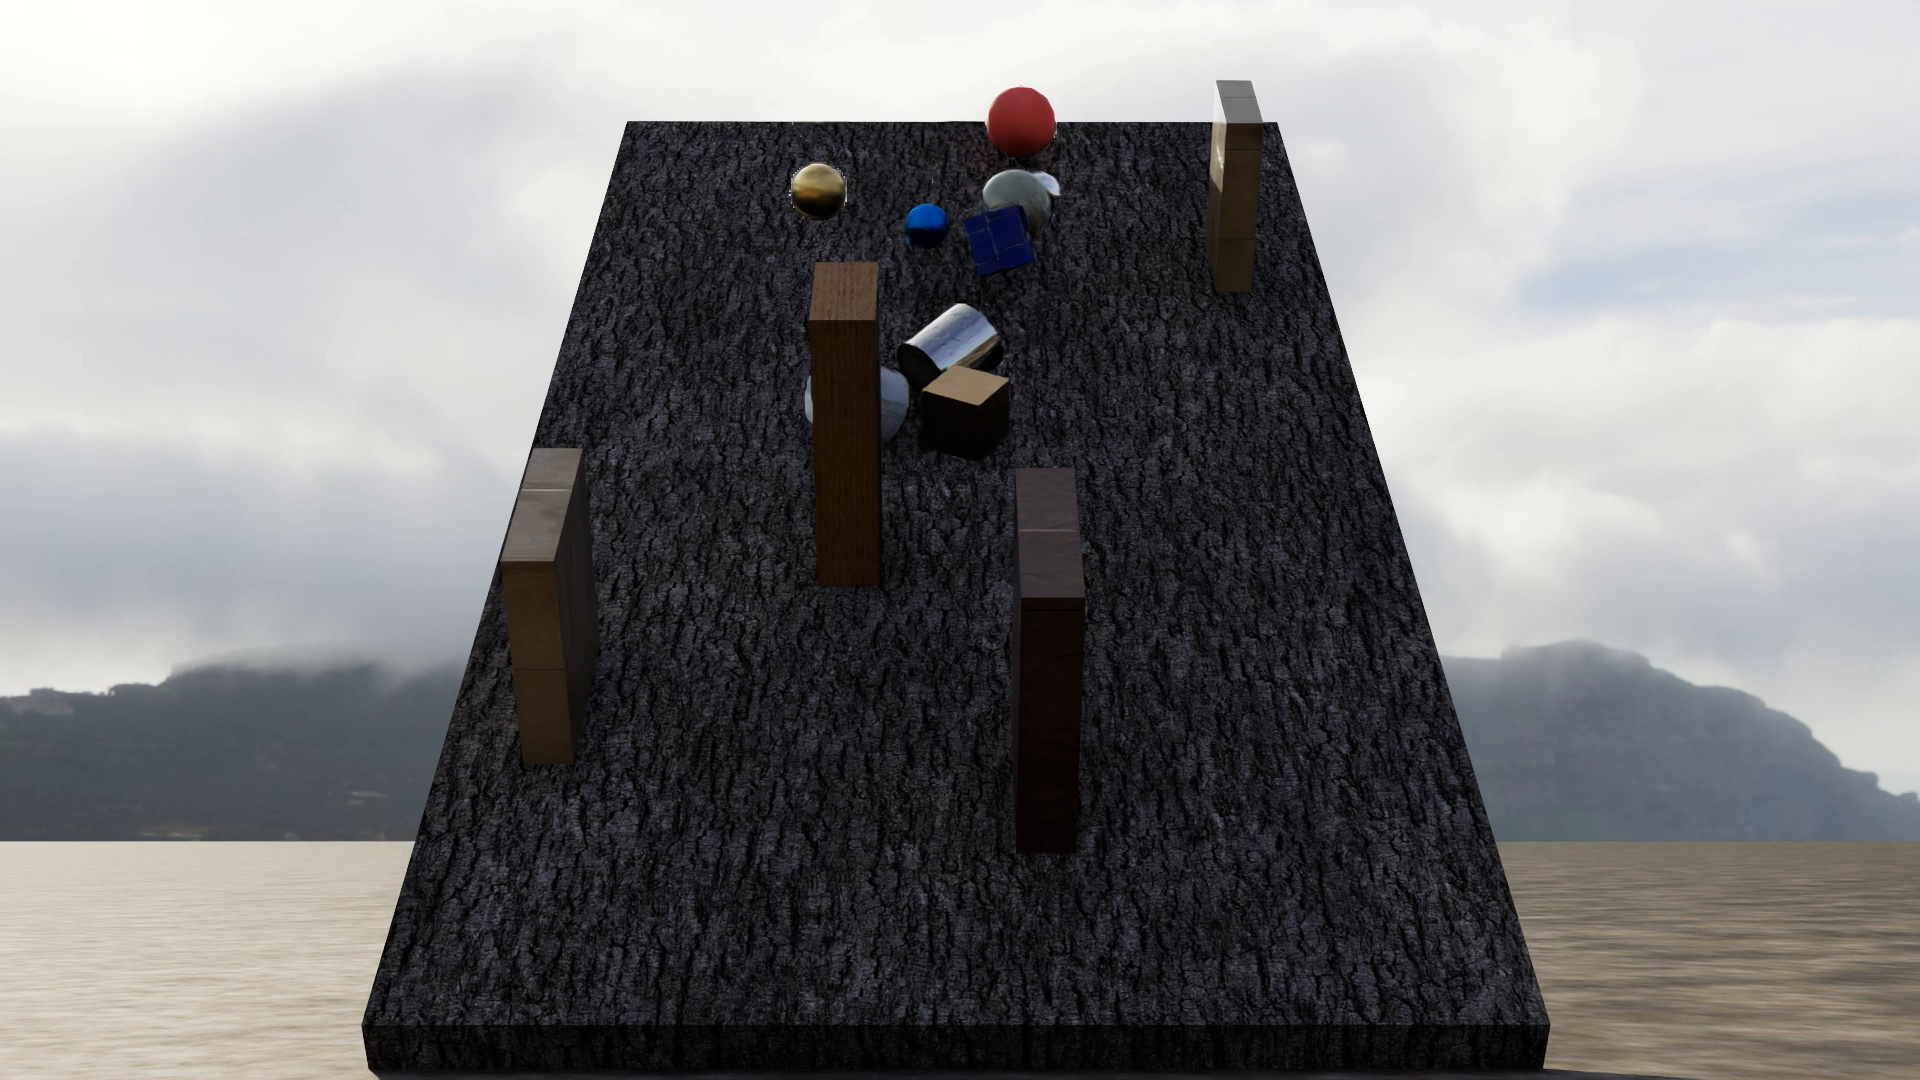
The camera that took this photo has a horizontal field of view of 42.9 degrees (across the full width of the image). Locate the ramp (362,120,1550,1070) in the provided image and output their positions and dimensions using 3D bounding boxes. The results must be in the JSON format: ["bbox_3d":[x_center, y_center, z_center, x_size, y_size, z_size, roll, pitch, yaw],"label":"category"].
[{"bbox_3d":[-0.015,-0.193,5.832,2.000,0.100,4.000,0,32,0],"label":"ramp"}]

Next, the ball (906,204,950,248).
[{"bbox_3d":[-0.089,-0.863,6.707,0.120,0.120,0.120,0,-7,0],"label":"ball"}]

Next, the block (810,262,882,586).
[{"bbox_3d":[-0.239,-0.245,5.213,0.133,0.637,0.272,0,32,0],"label":"block"}]

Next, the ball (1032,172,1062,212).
[{"bbox_3d":[0.220,-0.970,6.863,0.130,0.130,0.130,0,-7,0],"label":"ball"}]

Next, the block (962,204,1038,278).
[{"bbox_3d":[0.109,-0.792,6.473,0.151,0.151,0.151,-15,3,8],"label":"block"}]

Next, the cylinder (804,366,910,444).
[{"bbox_3d":[-0.243,-0.333,5.731,0.177,0.177,0.177,15,-14,-34],"label":"cylinder"}]

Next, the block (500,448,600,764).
[{"bbox_3d":[-0.795,0.126,4.775,0.098,0.463,0.419,0,32,0],"label":"block"}]

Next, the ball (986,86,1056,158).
[{"bbox_3d":[0.177,-1.229,7.175,0.205,0.205,0.205,0,-7,0],"label":"ball"}]

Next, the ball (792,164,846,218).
[{"bbox_3d":[-0.398,-0.983,6.869,0.151,0.151,0.151,0,-7,0],"label":"ball"}]

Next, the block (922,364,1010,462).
[{"bbox_3d":[0.014,-0.300,5.765,0.152,0.152,0.152,17,35,25],"label":"block"}]

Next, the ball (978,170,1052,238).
[{"bbox_3d":[0.152,-0.918,6.718,0.203,0.203,0.203,0,-7,0],"label":"ball"}]

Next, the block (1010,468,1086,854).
[{"bbox_3d":[0.159,0.221,4.533,0.110,0.562,0.445,0,32,0],"label":"block"}]

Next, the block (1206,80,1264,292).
[{"bbox_3d":[0.728,-0.943,6.500,0.095,0.478,0.301,0,32,0],"label":"block"}]

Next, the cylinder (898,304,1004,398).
[{"bbox_3d":[-0.024,-0.450,5.936,0.183,0.183,0.183,-39,11,-24],"label":"cylinder"}]
